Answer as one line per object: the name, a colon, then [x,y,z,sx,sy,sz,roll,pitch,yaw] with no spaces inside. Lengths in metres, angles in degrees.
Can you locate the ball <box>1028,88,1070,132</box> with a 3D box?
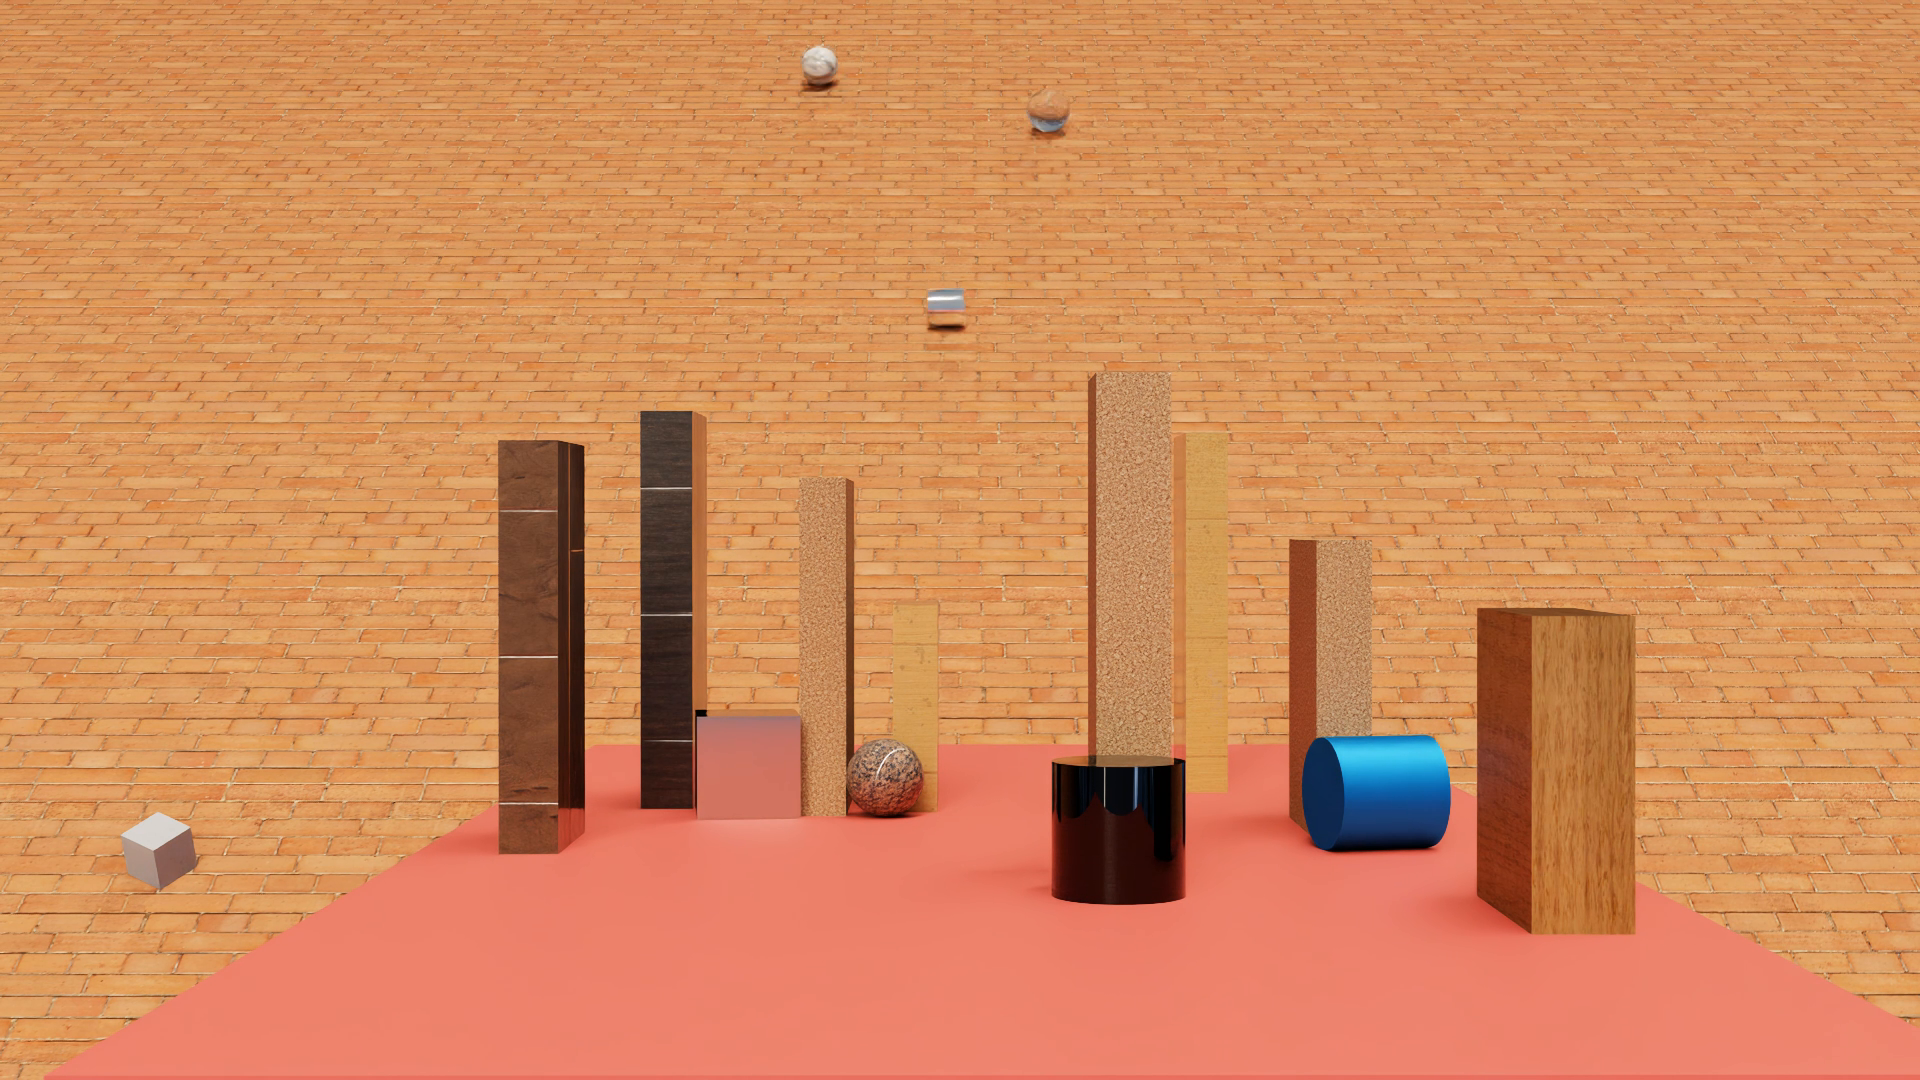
ball: [0.369,-1.793,10.790,0.178,0.178,0.178,0,29,0]

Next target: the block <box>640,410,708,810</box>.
block: [-0.581,0.138,5.268,0.103,0.789,0.297,0,0,0]

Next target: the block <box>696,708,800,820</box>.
block: [-0.415,0.435,5.035,0.197,0.197,0.197,0,0,-7]

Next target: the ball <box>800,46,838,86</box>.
ball: [-0.613,-2.073,11.302,0.167,0.167,0.167,0,29,0]

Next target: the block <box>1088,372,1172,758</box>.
block: [0.270,0.138,4.148,0.116,0.799,0.255,0,0,0]

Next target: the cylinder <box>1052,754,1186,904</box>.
cylinder: [0.240,0.437,3.921,0.204,0.204,0.204,0,0,0]

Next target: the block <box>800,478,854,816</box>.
block: [-0.265,0.206,5.187,0.090,0.653,0.395,0,0,0]

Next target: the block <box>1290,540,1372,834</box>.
block: [0.683,0.267,4.784,0.099,0.535,0.379,0,0,0]

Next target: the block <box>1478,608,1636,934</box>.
block: [0.853,0.321,3.725,0.142,0.436,0.372,0,0,0]

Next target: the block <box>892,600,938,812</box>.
block: [-0.088,0.329,5.228,0.087,0.405,0.340,0,0,0]

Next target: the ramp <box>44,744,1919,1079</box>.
ramp: [0.065,0.585,4.634,2.000,0.100,4.000,0,0,0]

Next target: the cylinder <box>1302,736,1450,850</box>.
cylinder: [0.722,0.438,4.493,0.195,0.195,0.195,0,28,-14]

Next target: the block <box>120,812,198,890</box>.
block: [-1.945,0.755,6.282,0.116,0.116,0.116,18,34,29]

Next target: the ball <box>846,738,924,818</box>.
ball: [-0.144,0.458,4.985,0.152,0.152,0.152,0,29,0]

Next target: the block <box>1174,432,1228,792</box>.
block: [0.518,0.152,5.584,0.088,0.756,0.308,0,0,0]

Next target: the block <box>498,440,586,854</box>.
block: [-0.737,0.182,4.572,0.102,0.707,0.316,0,0,0]
